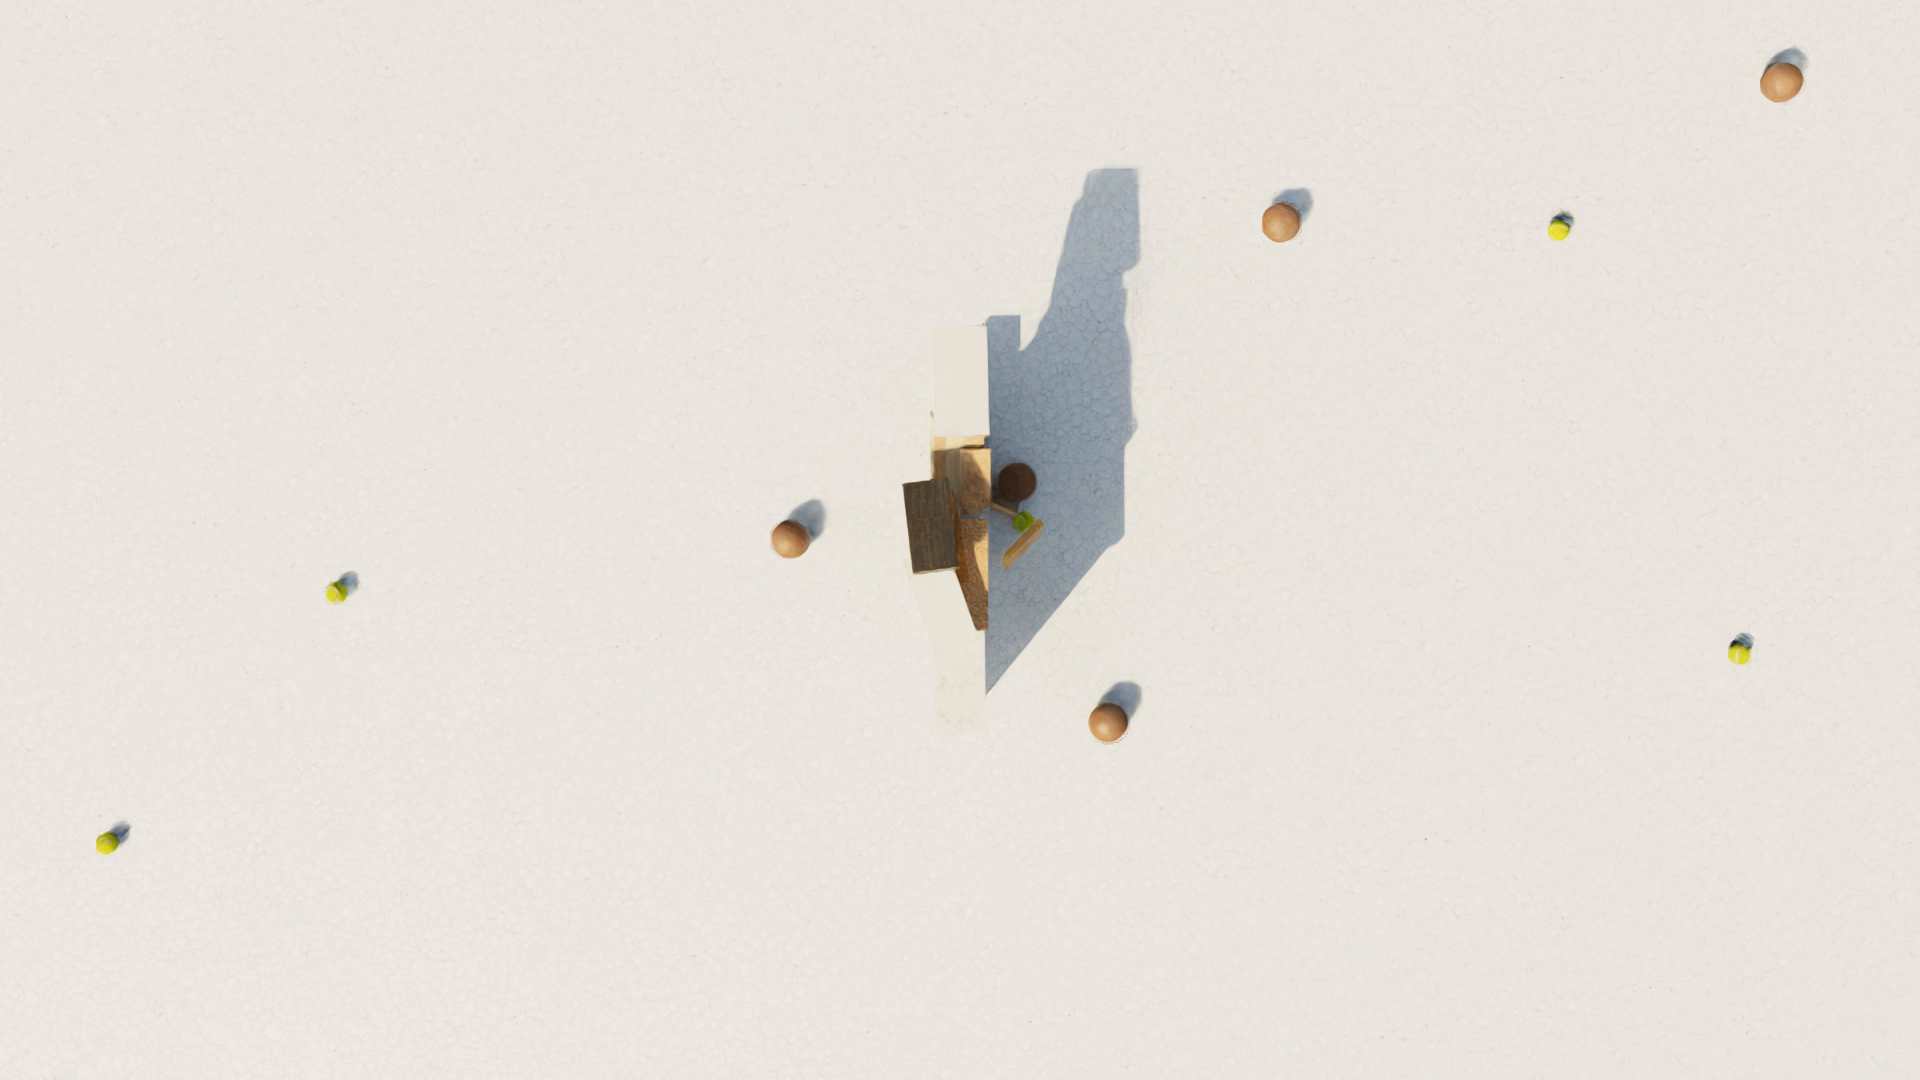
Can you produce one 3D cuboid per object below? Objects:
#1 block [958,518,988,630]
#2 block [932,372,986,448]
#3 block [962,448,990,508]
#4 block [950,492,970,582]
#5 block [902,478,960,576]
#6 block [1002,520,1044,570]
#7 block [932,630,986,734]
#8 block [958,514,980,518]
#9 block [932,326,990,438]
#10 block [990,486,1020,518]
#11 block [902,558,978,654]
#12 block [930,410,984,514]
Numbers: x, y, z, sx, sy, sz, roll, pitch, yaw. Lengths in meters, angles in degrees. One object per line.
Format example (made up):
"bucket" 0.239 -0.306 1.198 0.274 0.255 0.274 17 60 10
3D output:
"block" -0.001 0.099 4.797 0.162 0.046 0.325 -1 90 0
"block" -0.001 -0.428 4.877 0.157 0.044 0.314 0 116 1
"block" 0.046 -0.181 4.831 0.086 0.024 0.172 0 100 -1
"block" -0.059 0.001 4.755 0.131 0.037 0.263 -10 90 0
"block" -0.083 -0.039 4.694 0.131 0.037 0.263 -8 77 3
"block" 0.201 0.015 5.303 0.024 0.086 0.172 40 69 16
"block" -0.002 0.413 4.821 0.152 0.043 0.303 -1 90 0
"block" -0.007 -0.170 4.986 0.141 0.040 0.282 0 90 1
"block" 0.002 -0.457 4.758 0.157 0.044 0.314 -1 89 0
"block" 0.112 -0.136 5.458 0.172 0.086 0.024 22 125 0
"block" -0.056 0.172 4.718 0.131 0.037 0.287 -19 90 1
"block" -0.008 -0.227 4.875 0.157 0.044 0.314 1 117 1
